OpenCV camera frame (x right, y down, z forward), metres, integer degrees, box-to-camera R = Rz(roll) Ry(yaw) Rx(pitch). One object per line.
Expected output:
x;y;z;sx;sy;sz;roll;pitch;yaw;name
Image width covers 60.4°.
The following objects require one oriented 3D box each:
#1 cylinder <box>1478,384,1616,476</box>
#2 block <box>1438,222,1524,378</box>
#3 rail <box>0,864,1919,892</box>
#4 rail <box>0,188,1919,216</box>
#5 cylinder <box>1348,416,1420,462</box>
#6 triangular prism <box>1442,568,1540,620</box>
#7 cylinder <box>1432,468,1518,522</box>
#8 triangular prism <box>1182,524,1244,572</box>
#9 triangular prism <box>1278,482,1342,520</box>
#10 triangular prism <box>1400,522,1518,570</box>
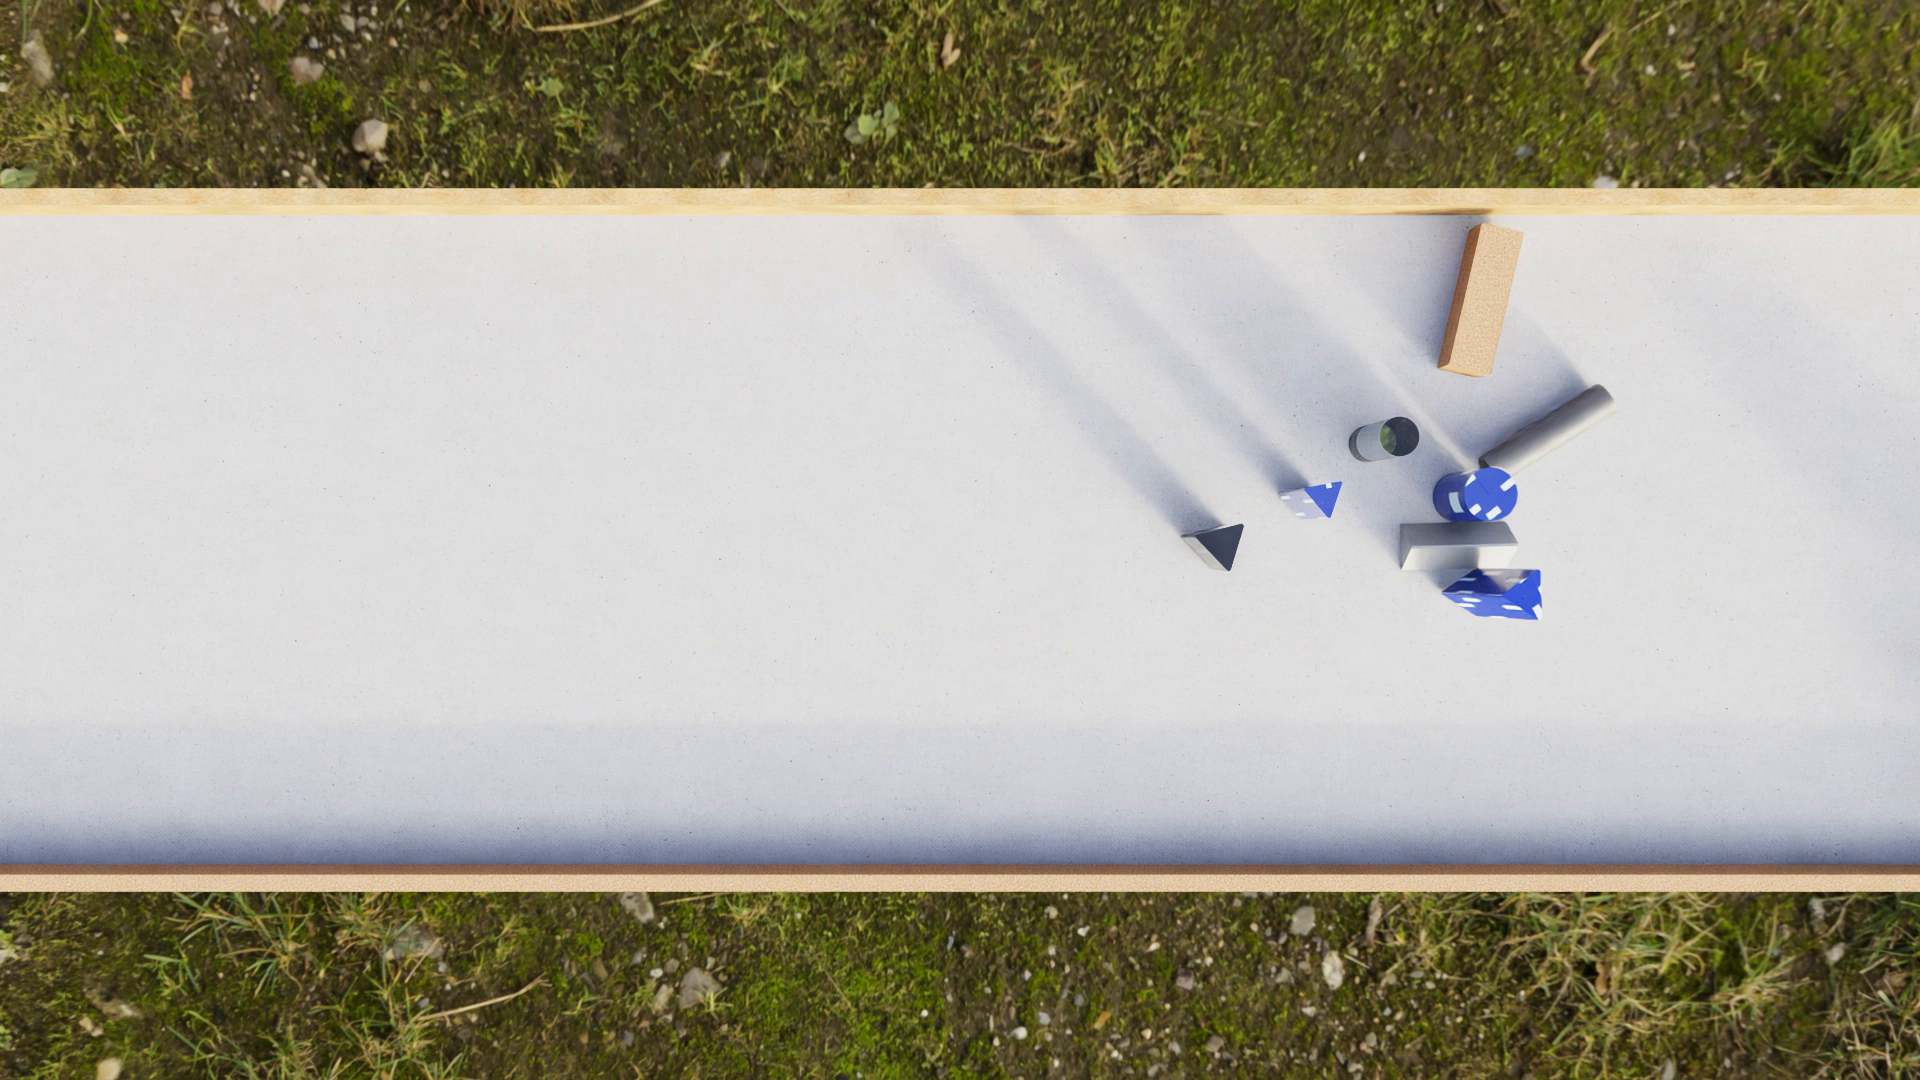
1.788;-0.320;5.025;0.424;0.102;0.102;-32;90;0;cylinder
1.580;-0.725;5.012;0.130;0.130;0.437;13;90;0;block
-2.247;1.025;5.001;12.000;0.150;0.050;0;90;0;rail
-2.247;-1.025;5.002;12.000;0.150;0.050;0;90;0;rail
1.252;-0.295;4.887;0.113;0.378;0.113;0;90;0;cylinder
1.605;0.142;4.917;0.145;0.313;0.126;30;81;-14;triangular prism
1.531;-0.132;4.915;0.155;0.322;0.155;0;90;0;cylinder
0.771;-0.003;4.912;0.122;0.329;0.141;-44;90;0;triangular prism
1.050;-0.135;4.882;0.094;0.389;0.109;-41;90;0;triangular prism
1.516;0.018;5.013;0.324;0.120;0.139;-2;90;0;triangular prism
